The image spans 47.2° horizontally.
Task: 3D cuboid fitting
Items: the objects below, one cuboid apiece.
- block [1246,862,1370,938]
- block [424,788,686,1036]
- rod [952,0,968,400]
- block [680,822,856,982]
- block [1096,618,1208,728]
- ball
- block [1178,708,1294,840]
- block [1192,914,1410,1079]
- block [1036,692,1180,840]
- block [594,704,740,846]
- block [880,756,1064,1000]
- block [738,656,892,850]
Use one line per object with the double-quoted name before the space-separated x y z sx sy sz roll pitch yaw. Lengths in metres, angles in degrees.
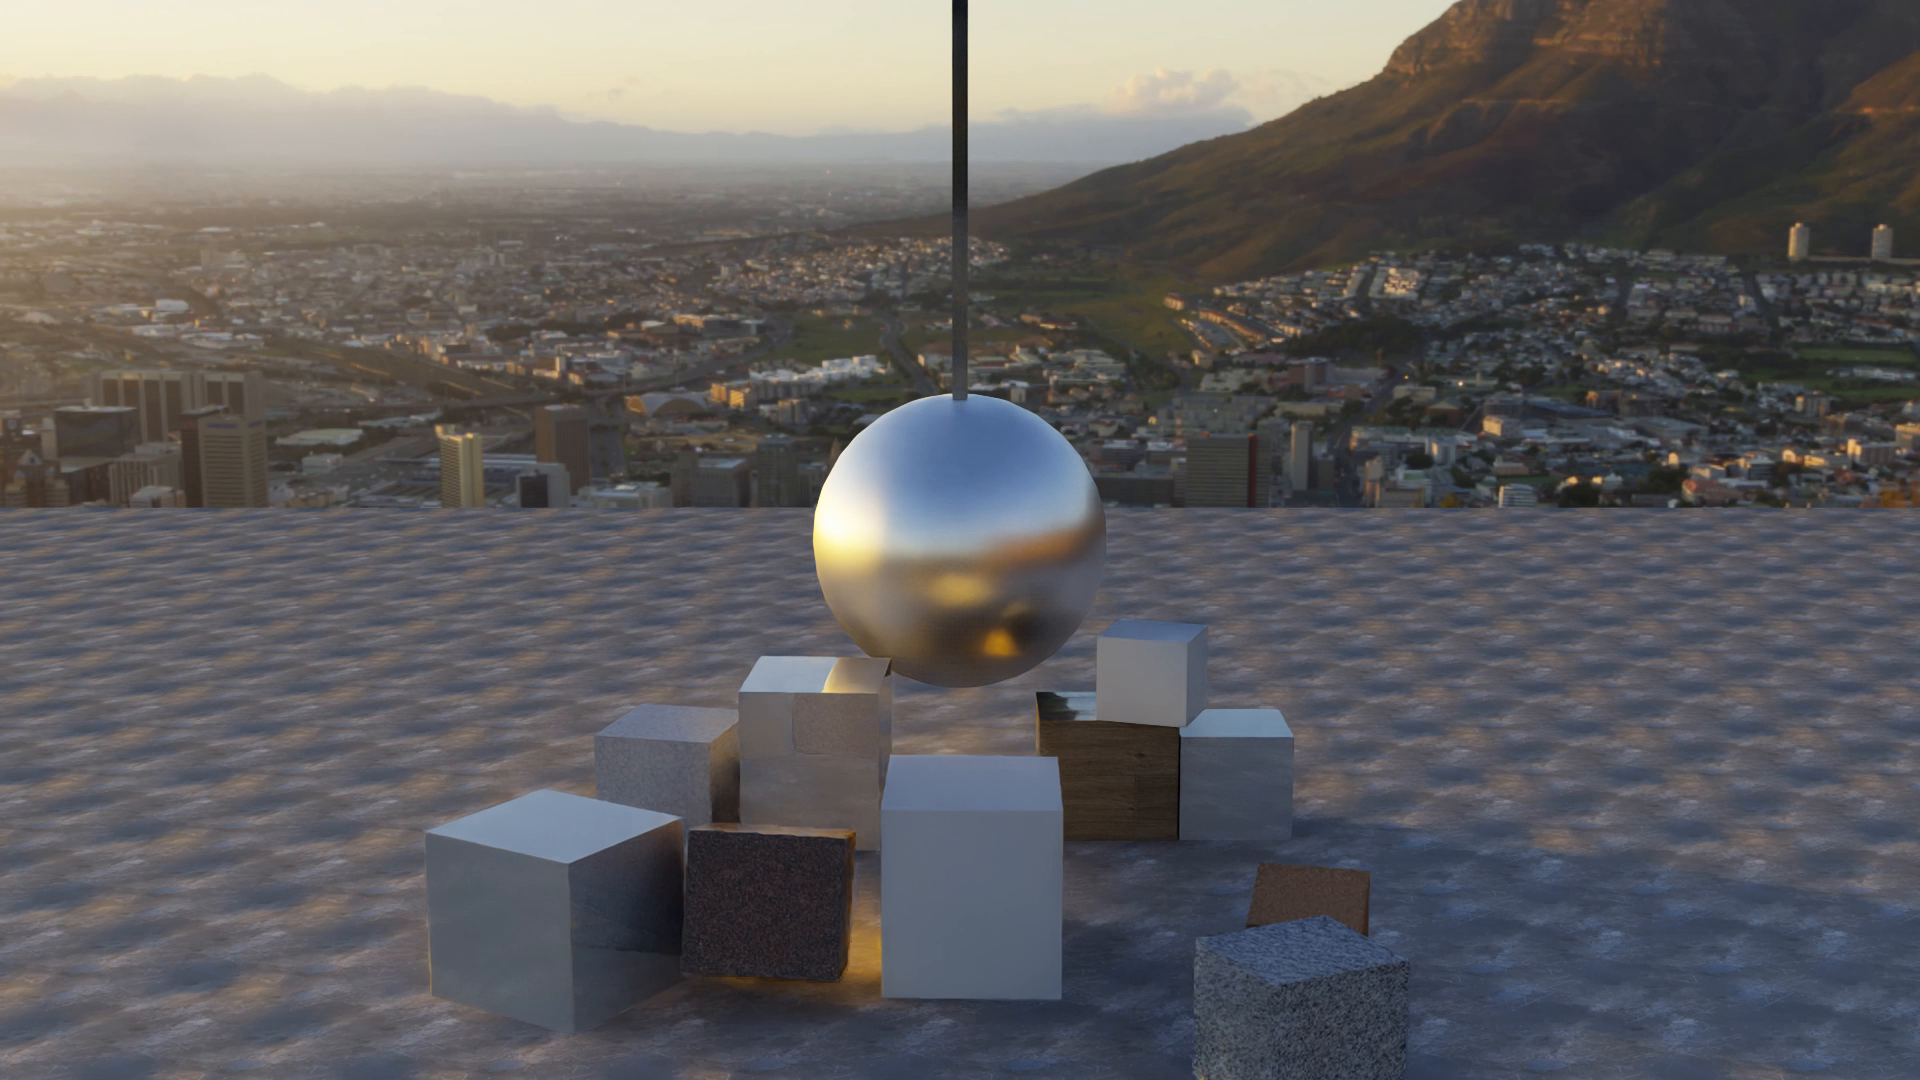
"block" 1.437 1.651 9.066 0.455 0.414 0.489 2 23 13
"block" -1.675 1.528 9.164 0.776 0.715 0.710 6 12 31
"rod" 0.000 -3.237 10.931 0.080 5.200 0.080 0 18 0
"block" -0.787 1.494 9.166 0.636 0.569 0.650 3 -4 1
"block" 0.977 0.670 11.156 0.463 0.431 0.440 4 11 19
"ball" 0.000 0.003 11.963 1.600 1.600 1.600 0 10 0
"block" 1.398 1.209 11.405 0.571 0.540 0.557 0 10 0
"block" 1.265 1.787 8.211 0.587 0.547 0.533 -5 11 -25
"block" 0.752 1.166 11.396 0.701 0.630 0.582 0 10 0
"block" -1.473 1.209 11.403 0.618 0.541 0.657 2 11 13
"block" 0.055 1.429 9.426 0.744 0.815 0.807 0 10 1
"block" -0.731 1.086 11.326 0.694 0.811 0.764 1 10 3
